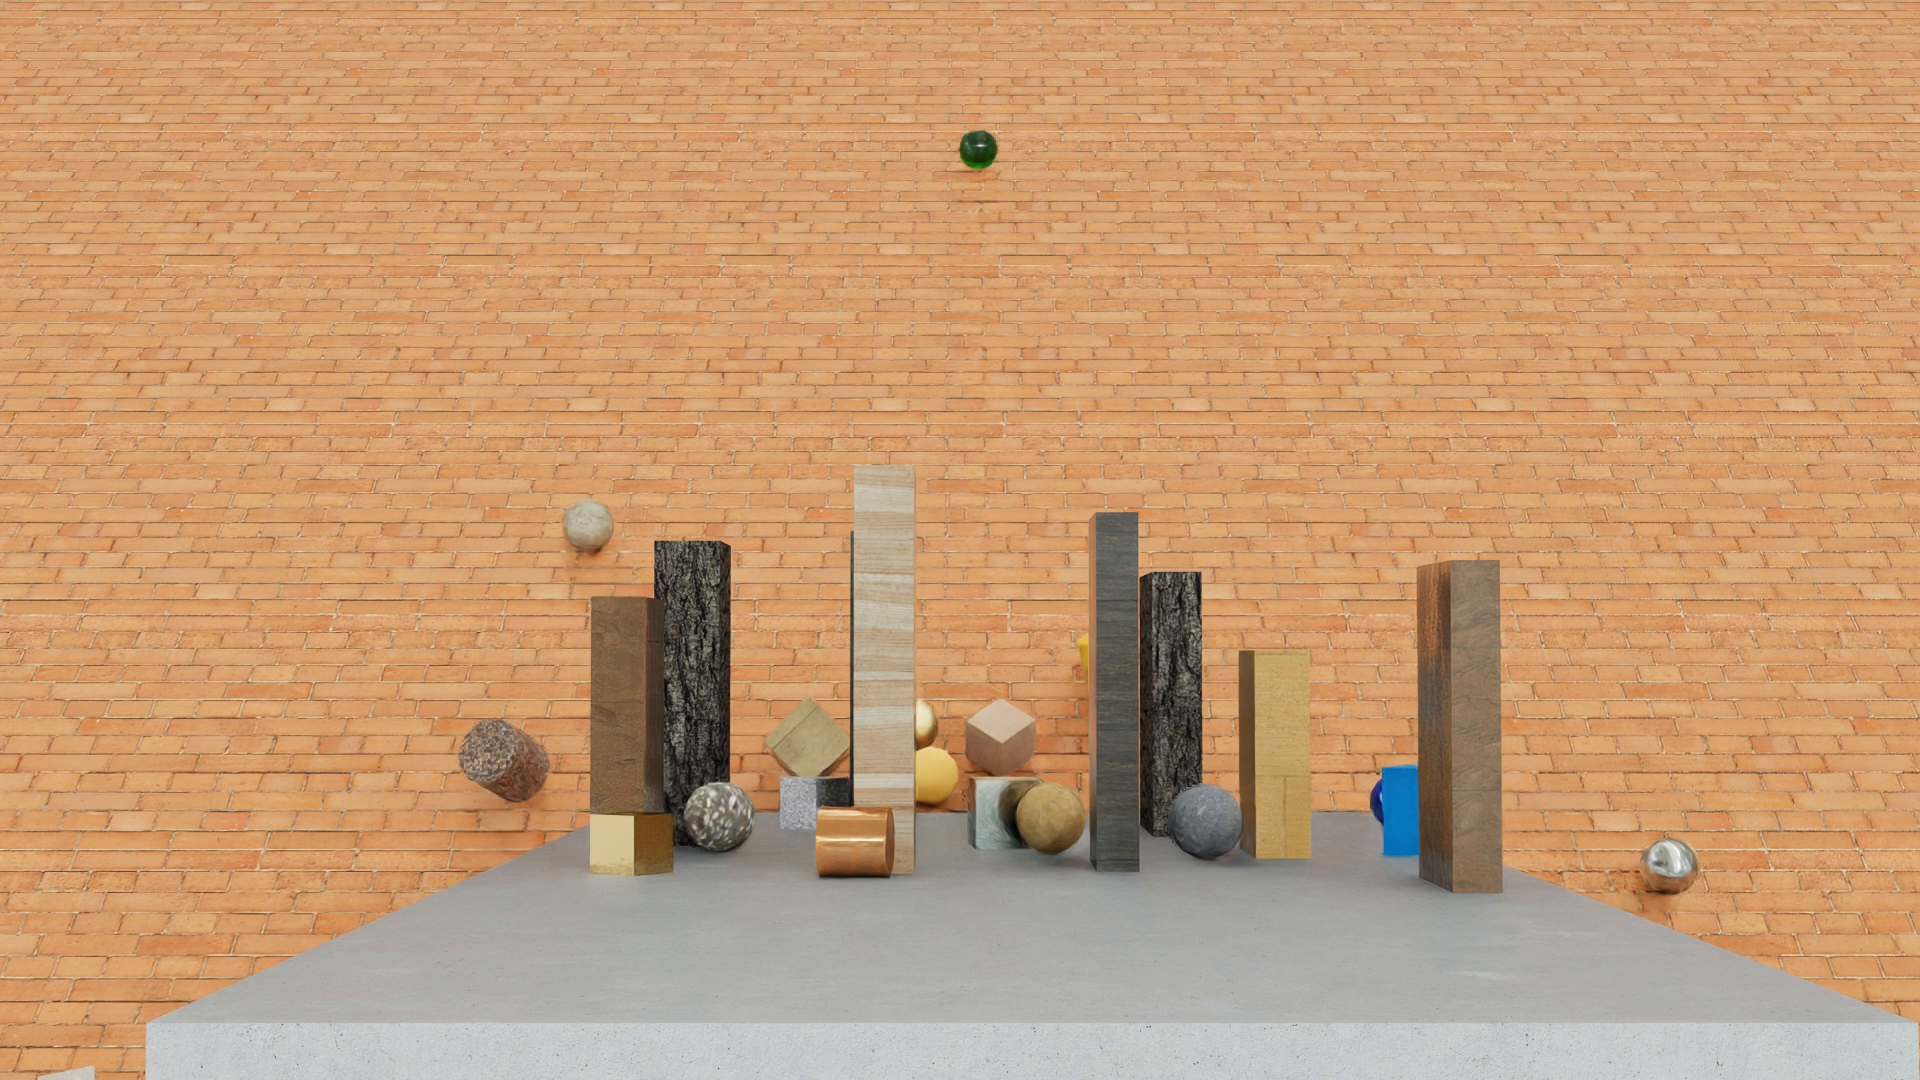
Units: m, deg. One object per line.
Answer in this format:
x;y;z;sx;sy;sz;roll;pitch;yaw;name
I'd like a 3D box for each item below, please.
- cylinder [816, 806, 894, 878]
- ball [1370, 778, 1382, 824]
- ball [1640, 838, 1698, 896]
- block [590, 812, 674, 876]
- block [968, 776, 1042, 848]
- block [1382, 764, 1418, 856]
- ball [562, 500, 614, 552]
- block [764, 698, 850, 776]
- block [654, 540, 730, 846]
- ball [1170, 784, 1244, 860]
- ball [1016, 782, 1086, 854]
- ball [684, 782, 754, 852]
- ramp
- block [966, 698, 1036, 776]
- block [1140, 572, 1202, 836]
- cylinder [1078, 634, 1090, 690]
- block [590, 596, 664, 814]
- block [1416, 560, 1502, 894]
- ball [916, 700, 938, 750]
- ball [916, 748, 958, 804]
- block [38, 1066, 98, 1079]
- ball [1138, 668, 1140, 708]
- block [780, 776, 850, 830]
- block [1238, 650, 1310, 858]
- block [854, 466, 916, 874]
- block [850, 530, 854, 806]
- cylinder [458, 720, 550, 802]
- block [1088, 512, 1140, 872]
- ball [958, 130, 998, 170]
-0.197;0.569;4.904;0.131;0.131;0.131;0;37;6;cylinder
1.045;0.621;6.179;0.142;0.142;0.142;0;37;0;ball
1.845;0.850;6.773;0.148;0.148;0.148;0;37;0;ball
-0.629;0.582;4.989;0.113;0.113;0.113;-2;-3;35;block
0.099;0.597;5.707;0.147;0.147;0.147;0;-3;-6;block
1.008;0.571;5.510;0.181;0.181;0.181;-1;-3;25;block
-1.135;-0.042;7.948;0.154;0.154;0.154;0;37;0;ball
-0.408;0.558;7.045;0.171;0.171;0.171;-43;82;-11;block
-0.601;0.342;5.856;0.144;0.670;0.279;0;-3;0;block
0.505;0.578;5.332;0.151;0.151;0.151;0;37;0;ball
0.191;0.586;5.490;0.149;0.149;0.149;0;37;0;ball
-0.511;0.587;5.513;0.150;0.150;0.150;0;37;0;ball
0.082;0.685;4.932;2.000;0.100;4.000;0;-3;0;ramp
0.113;0.548;7.183;0.134;0.134;0.134;30;46;33;block
0.502;0.388;6.224;0.115;0.611;0.436;0;-3;0;block
0.421;0.344;7.402;0.146;0.146;0.146;-13;12;3;cylinder
-0.669;0.384;5.250;0.104;0.531;0.347;0;-3;0;block
0.907;0.334;4.738;0.087;0.584;0.338;0;-3;0;block
-0.131;0.516;7.218;0.144;0.144;0.144;0;37;0;ball
-0.081;0.639;7.047;0.155;0.155;0.155;0;37;0;ball
-2.095;1.344;6.136;0.129;0.129;0.129;-10;38;-12;block
0.481;0.452;7.258;0.195;0.195;0.195;0;37;0;ball
-0.349;0.637;6.320;0.122;0.122;0.122;-2;-3;42;block
0.663;0.447;5.504;0.113;0.428;0.312;0;-3;0;block
-0.146;0.254;5.150;0.115;0.781;0.330;0;-3;0;block
-0.199;0.338;6.172;0.114;0.707;0.258;0;-3;0;block
-1.222;0.594;6.976;0.176;0.176;0.176;-9;65;19;cylinder
0.305;0.299;5.168;0.082;0.694;0.287;0;-3;0;block
0.069;-1.478;9.851;0.149;0.149;0.149;0;37;0;ball
